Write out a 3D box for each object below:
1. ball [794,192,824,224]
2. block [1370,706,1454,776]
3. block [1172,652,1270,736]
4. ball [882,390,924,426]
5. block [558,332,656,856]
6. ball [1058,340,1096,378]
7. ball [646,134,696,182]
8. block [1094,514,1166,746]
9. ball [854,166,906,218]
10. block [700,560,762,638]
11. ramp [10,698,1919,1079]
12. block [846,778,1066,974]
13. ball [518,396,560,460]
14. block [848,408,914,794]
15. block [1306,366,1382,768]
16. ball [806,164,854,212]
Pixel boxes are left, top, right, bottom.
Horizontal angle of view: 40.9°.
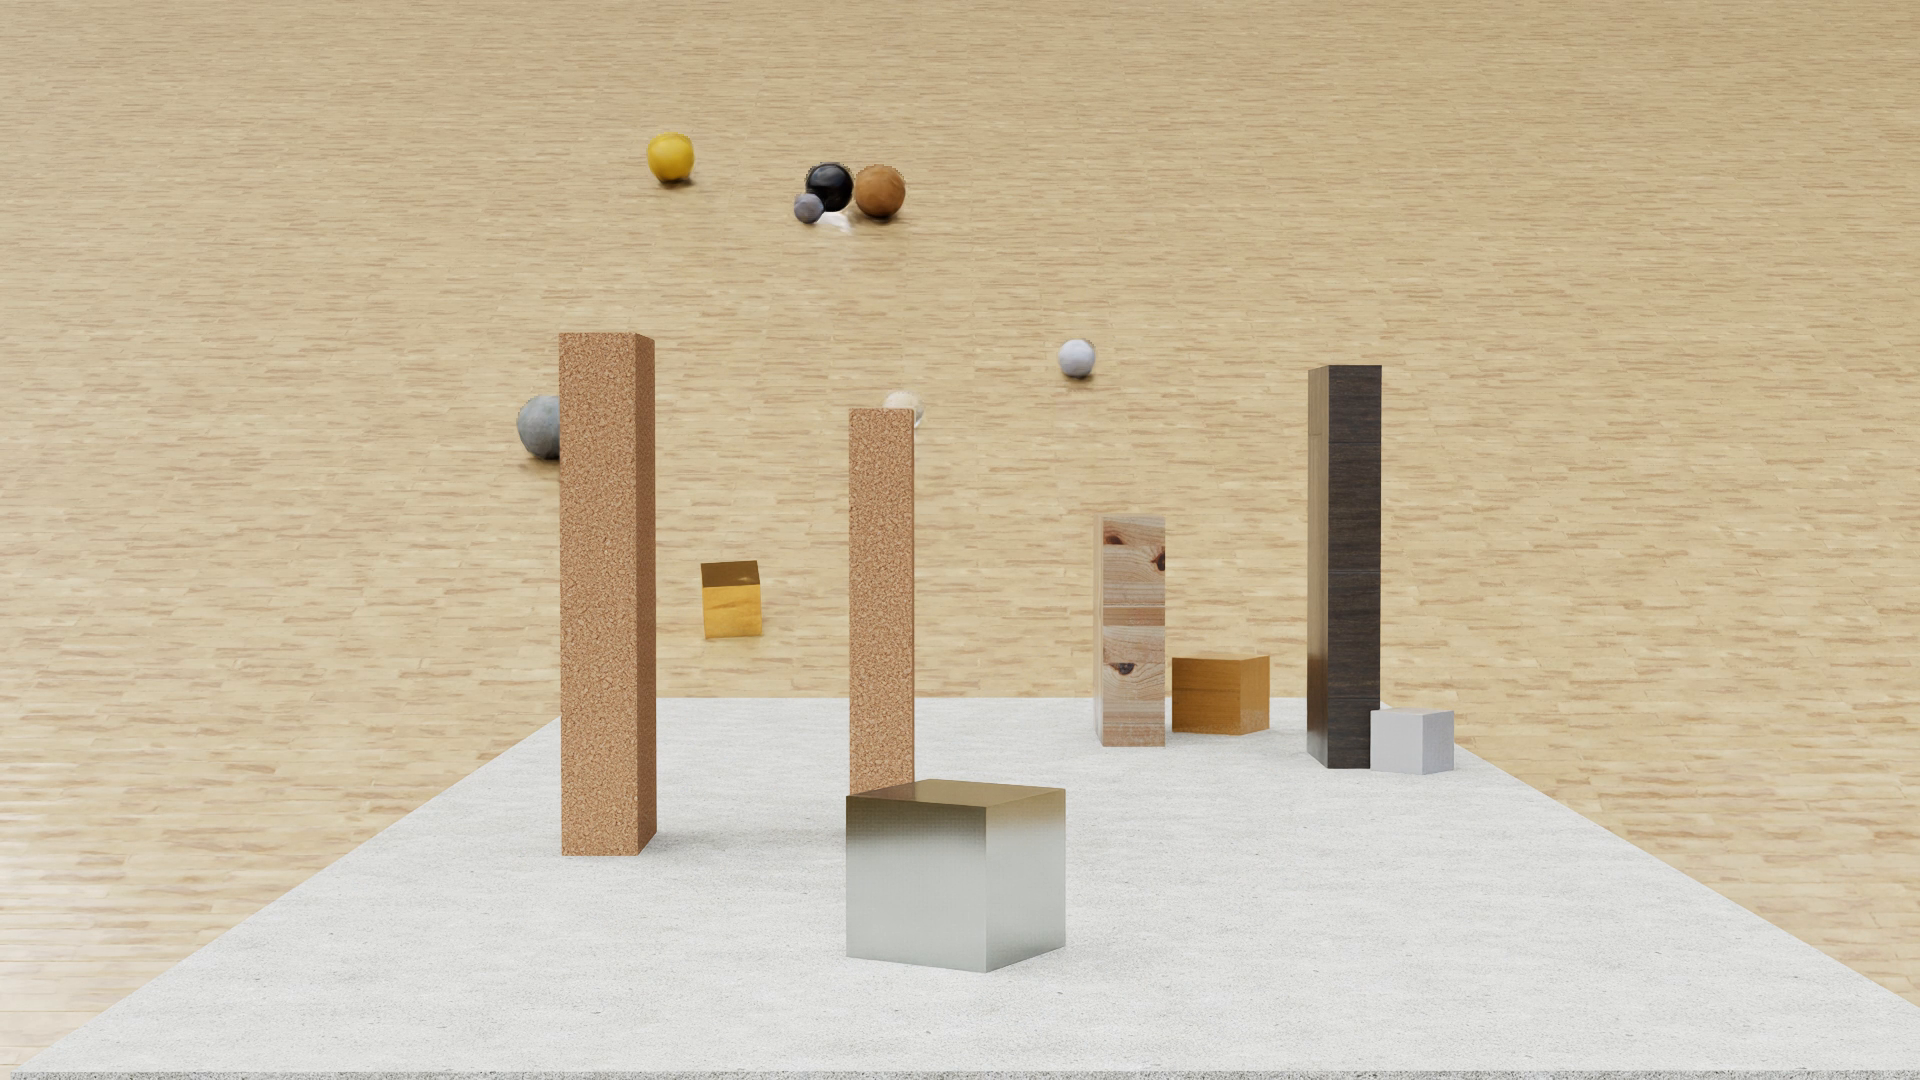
[{"bbox_3d":[-0.611,-1.336,10.378,0.123,0.123,0.123,0,25,0],"label":"ball"},{"bbox_3d":[0.881,0.390,5.019,0.116,0.116,0.116,2,2,42],"label":"block"},{"bbox_3d":[0.584,0.343,5.762,0.165,0.165,0.165,1,2,29],"label":"block"},{"bbox_3d":[-0.188,-0.422,8.386,0.137,0.137,0.137,0,25,0],"label":"ball"},{"bbox_3d":[-0.552,0.080,4.056,0.116,0.799,0.255,0,2,0],"label":"block"},{"bbox_3d":[0.401,-0.622,8.828,0.129,0.129,0.129,0,25,0],"label":"ball"},{"bbox_3d":[-1.219,-1.609,10.872,0.203,0.203,0.203,0,25,0],"label":"ball"},{"bbox_3d":[0.366,0.188,5.615,0.131,0.484,0.387,0,2,0],"label":"block"},{"bbox_3d":[-0.327,-1.406,10.426,0.209,0.209,0.209,0,25,0],"label":"ball"},{"bbox_3d":[-0.630,0.163,7.098,0.156,0.156,0.156,-3,25,-7],"label":"block"},{"bbox_3d":[0.057,0.513,4.554,2.000,0.100,4.000,0,2,0],"label":"ramp"},{"bbox_3d":[-0.004,0.408,3.170,0.197,0.197,0.197,1,2,31],"label":"block"},{"bbox_3d":[-1.299,-0.358,8.167,0.203,0.203,0.203,0,25,0],"label":"ball"},{"bbox_3d":[-0.123,0.135,4.107,0.097,0.684,0.264,0,2,0],"label":"block"},{"bbox_3d":[0.770,0.049,5.178,0.103,0.789,0.297,0,2,0],"label":"block"},{"bbox_3d":[-0.531,-1.434,10.496,0.200,0.200,0.200,0,25,0],"label":"ball"}]
